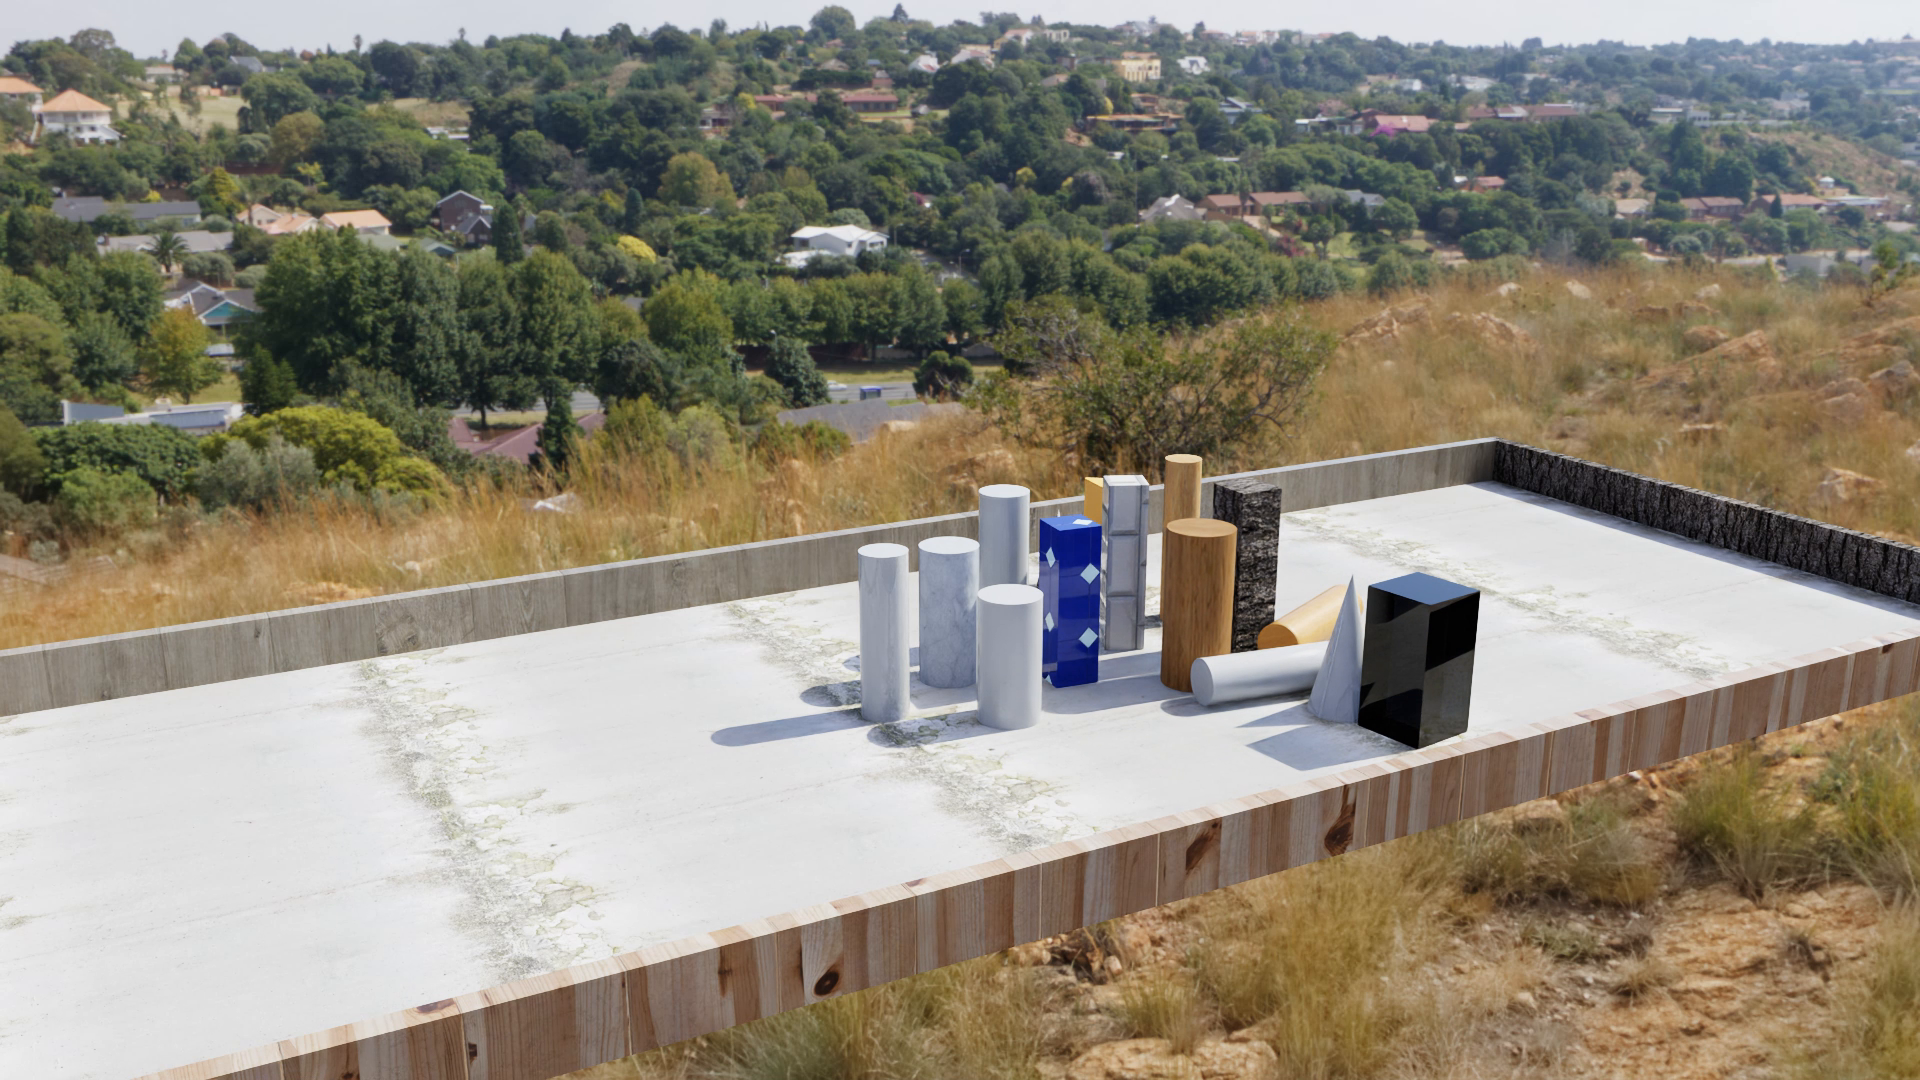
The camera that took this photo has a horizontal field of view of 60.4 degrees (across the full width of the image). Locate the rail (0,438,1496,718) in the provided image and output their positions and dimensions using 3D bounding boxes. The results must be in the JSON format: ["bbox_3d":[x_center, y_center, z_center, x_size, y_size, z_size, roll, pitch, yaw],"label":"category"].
[{"bbox_3d":[-3.305,0.497,3.399,12.000,0.150,0.050,-9,18,-27],"label":"rail"}]

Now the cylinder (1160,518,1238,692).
[{"bbox_3d":[0.591,0.161,4.094,0.171,0.400,0.171,0,16,0],"label":"cylinder"}]

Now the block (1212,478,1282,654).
[{"bbox_3d":[0.741,0.074,4.310,0.123,0.446,0.123,-9,18,-27],"label":"block"}]

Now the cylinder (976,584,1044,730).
[{"bbox_3d":[0.117,0.274,3.876,0.154,0.308,0.154,0,16,0],"label":"cylinder"}]

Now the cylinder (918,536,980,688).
[{"bbox_3d":[-0.027,0.180,4.120,0.151,0.350,0.151,0,16,0],"label":"cylinder"}]

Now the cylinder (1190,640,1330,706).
[{"bbox_3d":[0.796,0.321,4.056,0.451,0.117,0.117,-6,17,-19],"label":"cylinder"}]

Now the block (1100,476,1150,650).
[{"bbox_3d":[0.431,0.060,4.353,0.104,0.449,0.104,-1,16,-4],"label":"block"}]

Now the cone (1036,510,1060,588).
[{"bbox_3d":[0.272,0.062,4.595,0.165,0.309,0.165,0,16,0],"label":"cone"}]

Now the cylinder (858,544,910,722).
[{"bbox_3d":[-0.178,0.219,3.887,0.118,0.407,0.118,0,16,0],"label":"cylinder"}]

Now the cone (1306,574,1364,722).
[{"bbox_3d":[0.922,0.242,3.921,0.172,0.343,0.172,0,16,0],"label":"cone"}]

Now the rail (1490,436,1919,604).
[{"bbox_3d":[2.466,-0.048,5.253,0.050,0.150,2.100,-9,18,-27],"label":"rail"}]

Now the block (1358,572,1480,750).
[{"bbox_3d":[1.057,0.275,3.807,0.176,0.346,0.176,-12,20,-34],"label":"block"}]

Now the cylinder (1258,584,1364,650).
[{"bbox_3d":[0.935,0.225,4.384,0.117,0.117,0.409,12,20,34],"label":"cylinder"}]

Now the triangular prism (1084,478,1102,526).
[{"bbox_3d":[0.424,-0.023,4.882,0.134,0.311,0.154,13,21,36],"label":"triangular prism"}]

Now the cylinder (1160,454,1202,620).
[{"bbox_3d":[0.608,-0.002,4.548,0.100,0.458,0.100,0,16,0],"label":"cylinder"}]

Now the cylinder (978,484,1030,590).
[{"bbox_3d":[0.115,0.075,4.349,0.133,0.423,0.133,0,16,0],"label":"cylinder"}]

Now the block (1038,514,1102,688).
[{"bbox_3d":[0.272,0.152,4.113,0.114,0.408,0.114,-7,18,-21],"label":"block"}]

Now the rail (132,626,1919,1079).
[{"bbox_3d":[-2.336,1.006,1.665,12.000,0.150,0.050,-9,18,-27],"label":"rail"}]
